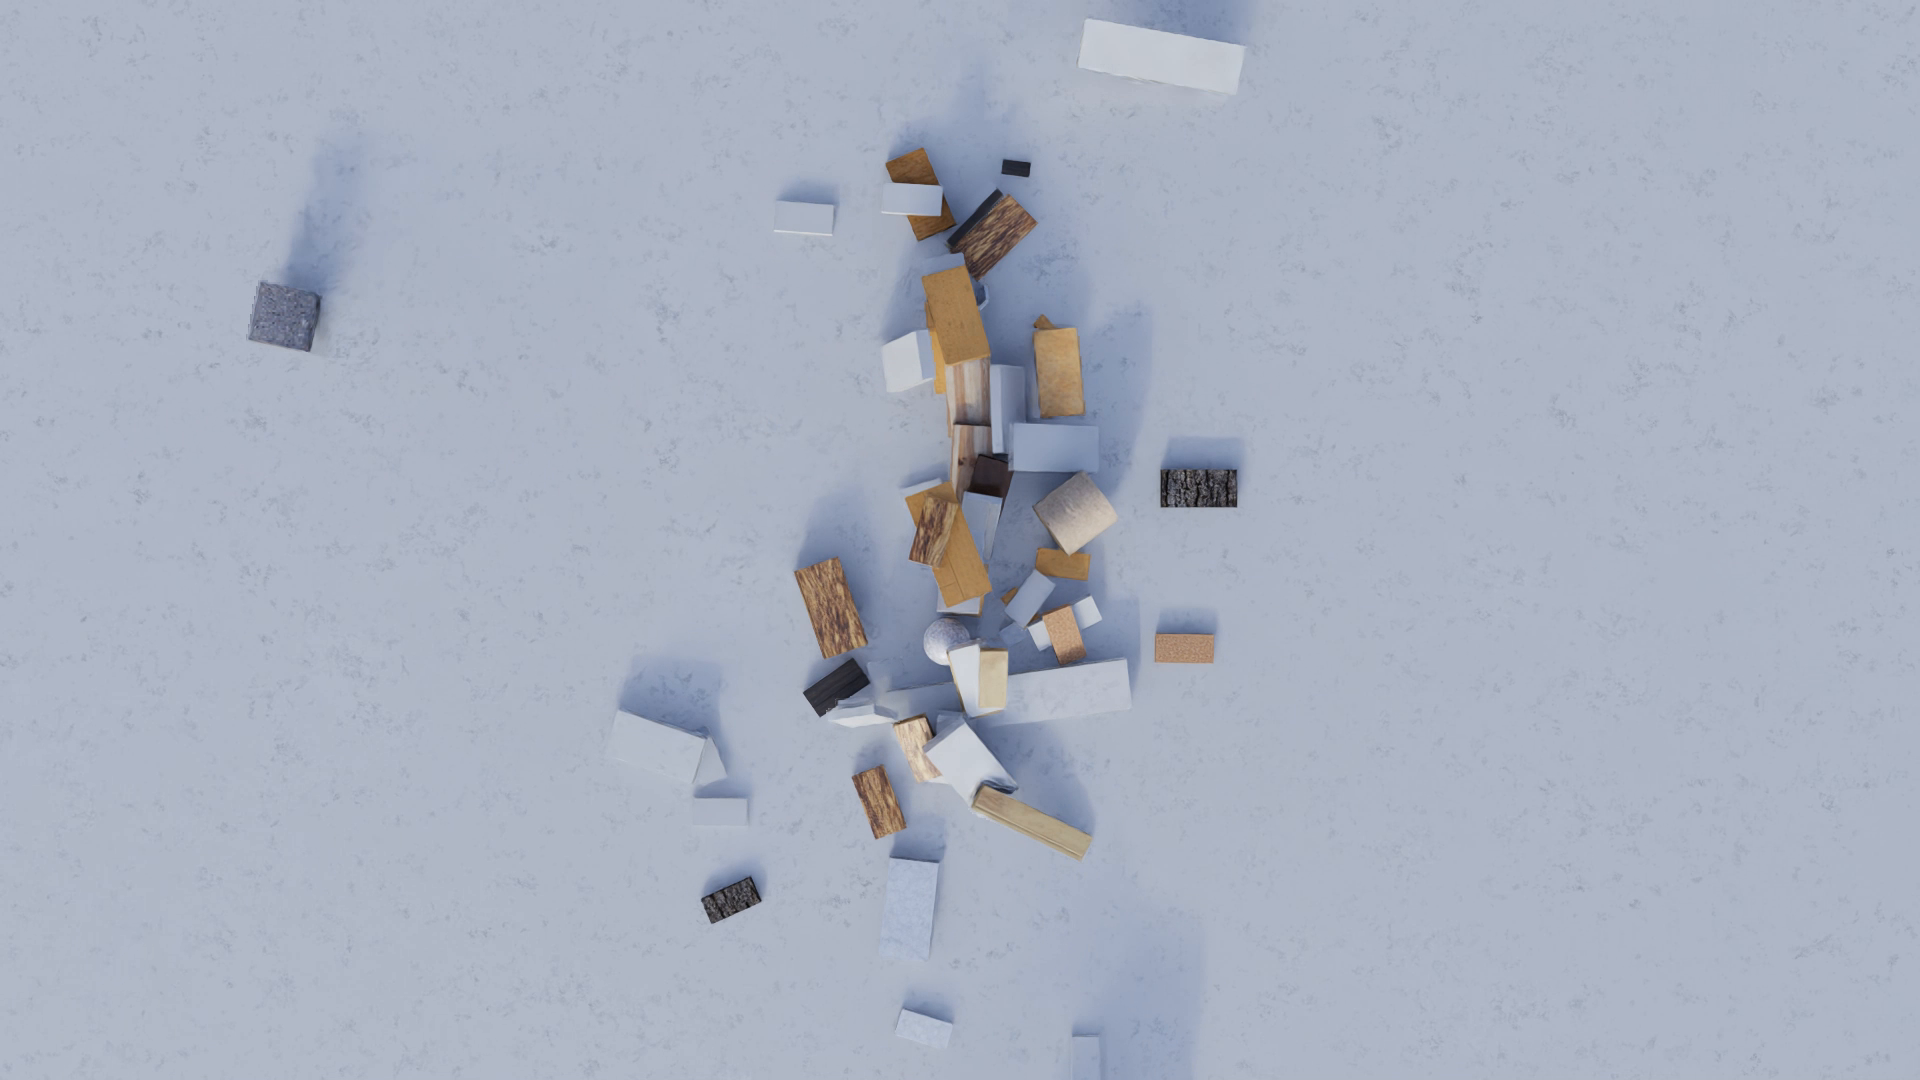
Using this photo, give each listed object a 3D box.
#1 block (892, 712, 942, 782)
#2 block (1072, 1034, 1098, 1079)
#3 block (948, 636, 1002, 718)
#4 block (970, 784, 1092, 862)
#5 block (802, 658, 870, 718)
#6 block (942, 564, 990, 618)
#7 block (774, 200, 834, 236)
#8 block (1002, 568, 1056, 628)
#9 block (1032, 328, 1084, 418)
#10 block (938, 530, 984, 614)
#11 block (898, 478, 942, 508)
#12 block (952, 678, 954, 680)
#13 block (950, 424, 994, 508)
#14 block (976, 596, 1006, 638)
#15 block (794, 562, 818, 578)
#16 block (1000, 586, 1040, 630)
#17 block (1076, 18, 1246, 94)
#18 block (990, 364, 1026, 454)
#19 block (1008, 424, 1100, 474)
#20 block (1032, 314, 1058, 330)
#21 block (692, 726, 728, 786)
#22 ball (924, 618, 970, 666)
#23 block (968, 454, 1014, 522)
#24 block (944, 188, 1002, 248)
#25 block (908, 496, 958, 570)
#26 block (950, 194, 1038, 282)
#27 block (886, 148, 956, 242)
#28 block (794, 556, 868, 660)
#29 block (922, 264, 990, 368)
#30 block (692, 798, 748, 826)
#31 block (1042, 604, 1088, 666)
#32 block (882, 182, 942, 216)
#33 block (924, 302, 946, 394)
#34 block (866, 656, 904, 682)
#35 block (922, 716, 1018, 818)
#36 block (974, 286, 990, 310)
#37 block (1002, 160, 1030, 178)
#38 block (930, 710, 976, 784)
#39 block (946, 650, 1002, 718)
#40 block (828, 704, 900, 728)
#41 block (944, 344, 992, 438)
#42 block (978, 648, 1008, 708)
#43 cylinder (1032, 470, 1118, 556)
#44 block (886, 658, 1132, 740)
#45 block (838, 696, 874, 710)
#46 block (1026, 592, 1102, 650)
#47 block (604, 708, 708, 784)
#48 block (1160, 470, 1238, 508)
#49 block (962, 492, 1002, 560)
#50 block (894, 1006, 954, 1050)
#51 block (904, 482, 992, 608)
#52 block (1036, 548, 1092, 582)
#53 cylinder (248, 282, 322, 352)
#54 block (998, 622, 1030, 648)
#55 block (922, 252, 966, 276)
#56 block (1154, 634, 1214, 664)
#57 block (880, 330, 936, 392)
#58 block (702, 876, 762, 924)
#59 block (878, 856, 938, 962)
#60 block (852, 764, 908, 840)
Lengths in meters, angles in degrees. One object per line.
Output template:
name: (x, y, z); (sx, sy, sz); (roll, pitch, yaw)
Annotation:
block: (-0.127, 0.682, 5.402); (0.111, 0.031, 0.222); (-18, 111, 10)
block: (0.416, 1.740, 5.487); (0.090, 0.025, 0.179); (0, 90, 0)
block: (0.054, 0.445, 5.335); (0.126, 0.036, 0.253); (-15, 114, 1)
block: (0.239, 0.933, 5.443); (0.417, 0.025, 0.090); (27, 90, -12)
block: (-0.410, 0.491, 5.486); (0.203, 0.029, 0.102); (-35, 90, 0)
block: (0.017, 0.161, 5.382); (0.130, 0.261, 0.037); (6, 54, -1)
block: (-0.519, -1.070, 5.486); (0.194, 0.028, 0.097); (4, 90, 0)
block: (0.228, 0.193, 5.452); (0.089, 0.025, 0.177); (37, 84, -2)
block: (0.326, -0.554, 5.468); (0.143, 0.041, 0.286); (-6, 94, -2)
block: (0.003, 0.100, 5.211); (0.131, 0.037, 0.261); (4, 81, 0)
block: (-0.126, -0.158, 5.492); (0.145, 0.017, 0.060); (-17, 90, 0)
block: (-0.002, 0.457, 5.493); (0.046, 0.013, 0.092); (7, 90, 0)
block: (0.040, -0.237, 5.450); (0.143, 0.041, 0.286); (3, 101, -3)
block: (0.111, 0.257, 5.491); (0.065, 0.018, 0.130); (24, 90, 0)
block: (-0.463, 0.184, 5.486); (0.102, 0.029, 0.203); (-26, 90, 0)
block: (0.199, 0.225, 5.472); (0.065, 0.018, 0.130); (-38, 90, 0)
block: (0.656, -1.580, 5.395); (0.532, 0.044, 0.155); (8, 104, -6)
block: (0.160, -0.429, 5.430); (0.041, 0.143, 0.286); (-2, 90, 36)
block: (0.309, -0.301, 5.424); (0.306, 0.043, 0.153); (1, 90, -22)
block: (0.290, -0.702, 5.488); (0.094, 0.013, 0.047); (44, 90, -7)
block: (-0.848, 0.716, 5.487); (0.090, 0.025, 0.179); (-22, 90, 0)
ball: (-0.043, 0.335, 5.422); (0.156, 0.156, 0.156); (0, 90, 0)
block: (0.087, -0.145, 5.431); (0.125, 0.035, 0.250); (15, 100, -5)
block: (0.044, -1.059, 5.450); (0.028, 0.097, 0.240); (44, 90, -7)
block: (-0.084, -0.023, 5.152); (0.102, 0.029, 0.209); (16, 81, 2)
block: (0.111, -1.004, 5.480); (0.275, 0.039, 0.138); (-44, 90, 0)
block: (-0.131, -1.148, 5.480); (0.138, 0.039, 0.275); (-23, 90, 0)
block: (-0.426, 0.224, 5.450); (0.153, 0.043, 0.306); (-19, 90, 0)
block: (-0.013, -0.727, 5.363); (0.150, 0.043, 0.301); (-16, 87, -1)
block: (-0.798, 0.904, 5.487); (0.179, 0.025, 0.090); (1, 90, 0)
block: (0.345, 0.313, 5.451); (0.096, 0.027, 0.192); (-21, 110, -4)
block: (-0.157, -1.124, 5.447); (0.194, 0.028, 0.097); (4, 90, 0)
block: (-0.025, -0.642, 5.444); (0.150, 0.043, 0.301); (-7, 104, 0)
block: (-0.247, 0.430, 5.492); (0.120, 0.017, 0.060); (-11, 90, 0)
block: (0.035, 0.746, 5.404); (0.164, 0.047, 0.329); (-38, 117, -1)
block: (0.073, -0.800, 5.450); (0.013, 0.094, 0.047); (36, 118, -27)
block: (0.187, -1.238, 5.493); (0.094, 0.013, 0.047); (7, 90, 0)
block: (-0.023, 0.686, 5.434); (0.126, 0.036, 0.253); (7, 113, 0)
block: (0.047, 0.461, 5.380); (0.126, 0.036, 0.253); (-15, 114, 1)
block: (-0.316, 0.575, 5.383); (0.111, 0.222, 0.031); (21, 65, -42)
block: (0.029, -0.492, 5.438); (0.150, 0.043, 0.301); (-3, 104, -1)
block: (0.106, 0.444, 5.306); (0.089, 0.025, 0.203); (-1, 113, -5)
cylinder: (0.377, -0.087, 5.398); (0.203, 0.203, 0.203); (-36, 90, 0)
block: (0.162, 0.527, 5.468); (0.802, 0.047, 0.164); (-8, 96, 0)
block: (-0.344, 0.554, 5.473); (0.120, 0.017, 0.060); (-7, 128, -2)
block: (0.346, 0.272, 5.467); (0.235, 0.027, 0.096); (-27, 110, -2)
block: (-1.006, 0.681, 5.461); (0.310, 0.044, 0.155); (18, 94, 4)
block: (0.794, -0.171, 5.482); (0.250, 0.035, 0.125); (0, 90, 0)
block: (0.058, -0.044, 5.391); (0.125, 0.035, 0.250); (10, 133, 0)
block: (-0.120, 1.626, 5.487); (0.179, 0.025, 0.090); (17, 90, 0)
block: (-0.036, 0.015, 5.183); (0.153, 0.043, 0.371); (-21, 82, -4)
block: (0.341, 0.081, 5.487); (0.177, 0.025, 0.089); (8, 90, 0)
cylinder: (-2.210, -0.727, 5.404); (0.190, 0.190, 0.190); (11, 90, 0)
block: (0.197, 0.300, 5.491); (0.130, 0.018, 0.065); (-32, 90, 0)
block: (-0.034, -0.802, 5.457); (0.138, 0.039, 0.275); (-10, 100, 1)
block: (0.746, 0.361, 5.486); (0.192, 0.027, 0.096); (1, 90, 0)
block: (-0.171, -0.577, 5.349); (0.044, 0.311, 0.155); (-9, 90, -24)
block: (-0.761, 1.199, 5.487); (0.179, 0.025, 0.090); (-24, 90, 0)
block: (-0.170, 1.224, 5.477); (0.164, 0.047, 0.329); (6, 90, 0)
block: (-0.268, 0.871, 5.484); (0.111, 0.031, 0.222); (-21, 90, 0)
